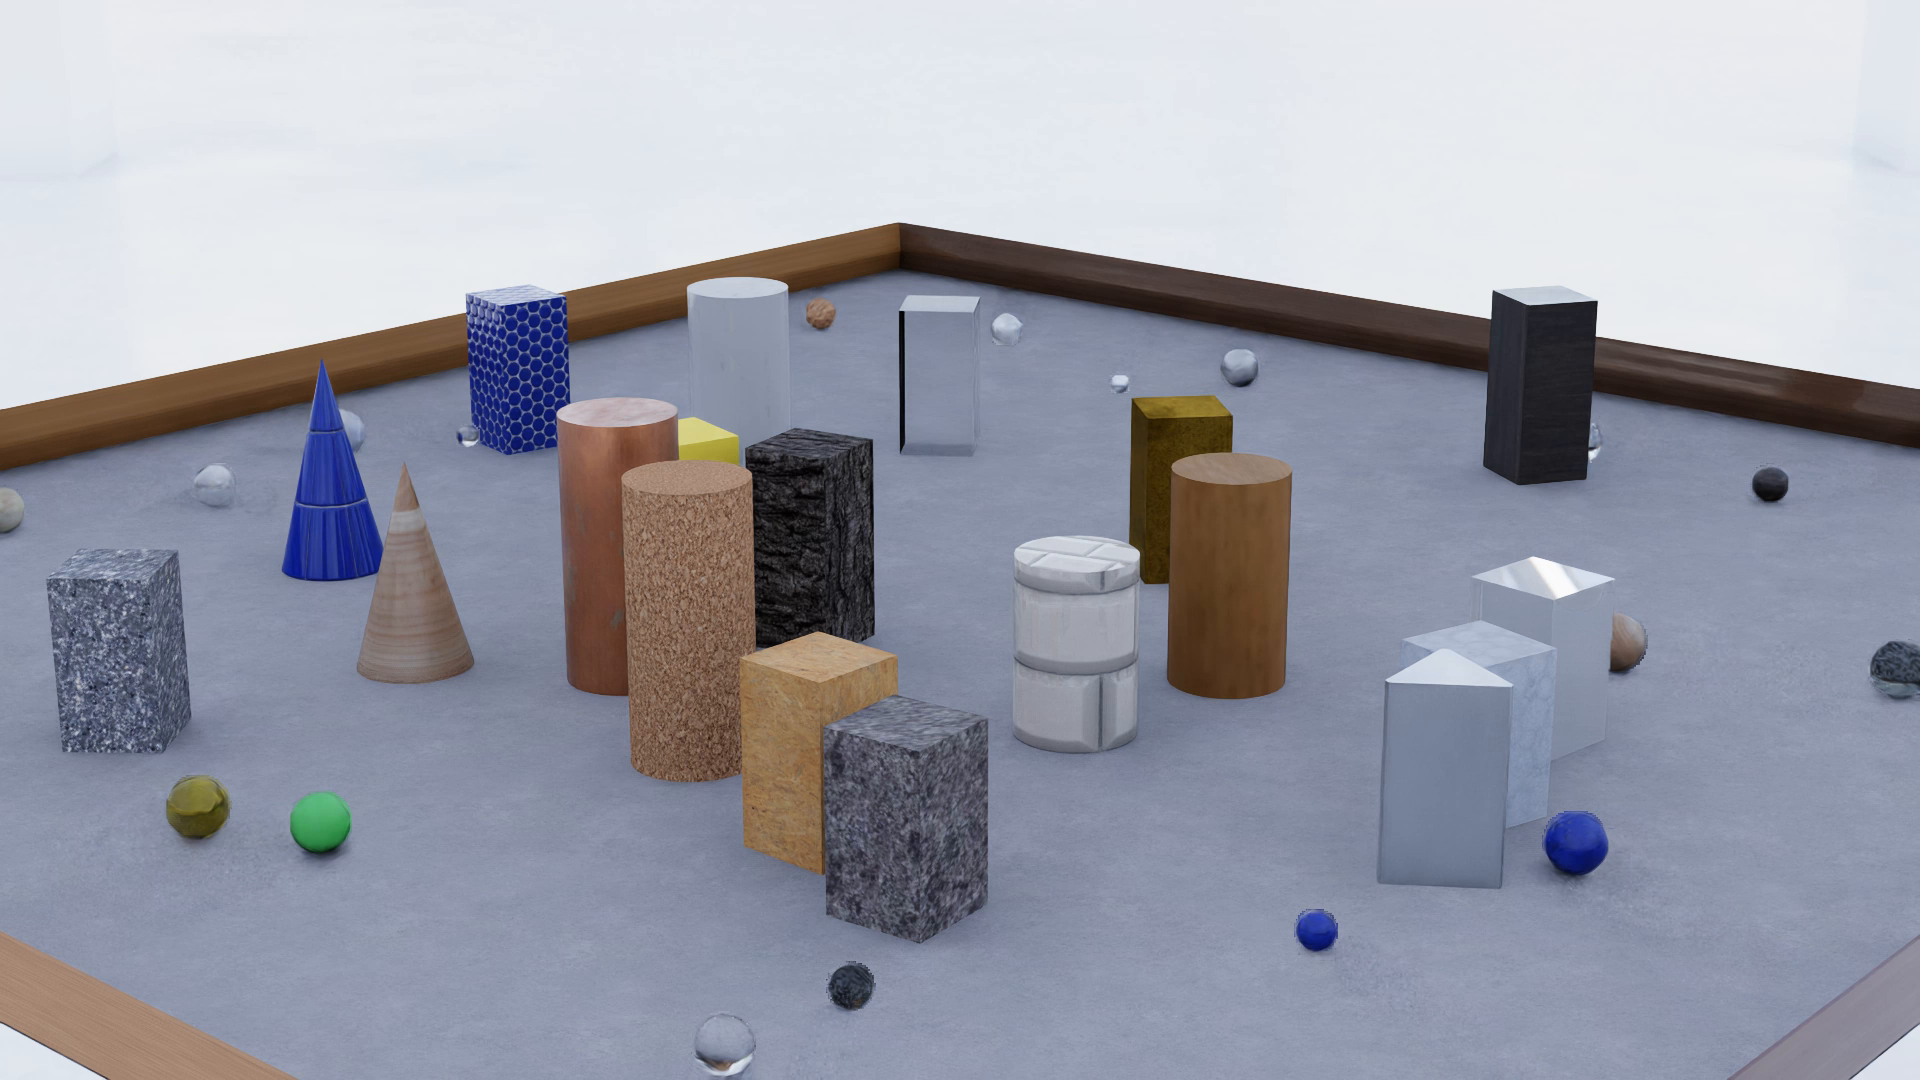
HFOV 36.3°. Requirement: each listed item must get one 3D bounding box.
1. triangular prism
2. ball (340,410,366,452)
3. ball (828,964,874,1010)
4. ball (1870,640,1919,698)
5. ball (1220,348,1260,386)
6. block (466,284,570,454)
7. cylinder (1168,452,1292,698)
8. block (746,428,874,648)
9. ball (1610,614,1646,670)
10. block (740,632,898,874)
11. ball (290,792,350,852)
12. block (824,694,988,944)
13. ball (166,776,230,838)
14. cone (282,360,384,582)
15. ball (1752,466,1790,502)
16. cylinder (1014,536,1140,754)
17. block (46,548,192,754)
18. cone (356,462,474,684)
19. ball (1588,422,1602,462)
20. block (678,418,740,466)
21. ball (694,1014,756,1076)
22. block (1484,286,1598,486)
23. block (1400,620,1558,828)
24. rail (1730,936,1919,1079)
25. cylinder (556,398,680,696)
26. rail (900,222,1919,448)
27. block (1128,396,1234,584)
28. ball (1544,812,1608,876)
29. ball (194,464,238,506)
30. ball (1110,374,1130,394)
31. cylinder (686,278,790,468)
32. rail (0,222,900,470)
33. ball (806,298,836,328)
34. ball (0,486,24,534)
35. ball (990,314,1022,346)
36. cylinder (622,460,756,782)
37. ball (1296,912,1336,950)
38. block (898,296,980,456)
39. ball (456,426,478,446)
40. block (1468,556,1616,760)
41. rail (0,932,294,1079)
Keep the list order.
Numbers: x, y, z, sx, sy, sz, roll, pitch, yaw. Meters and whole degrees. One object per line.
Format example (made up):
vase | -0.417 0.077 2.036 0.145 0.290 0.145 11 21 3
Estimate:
triangular prism | 0.648 0.304 3.939 0.164 0.286 0.142 2 17 6
ball | -1.265 -0.219 5.998 0.094 0.094 0.094 0 17 0
ball | -0.132 0.541 3.553 0.054 0.054 0.054 0 17 0
ball | 1.478 0.203 4.610 0.090 0.090 0.090 0 17 0
ball | 0.627 -0.386 6.566 0.086 0.086 0.086 0 17 0
block | -0.913 -0.354 6.070 0.151 0.313 0.151 -12 21 -35
cylinder | 0.426 0.055 4.650 0.189 0.350 0.189 0 17 0
block | -0.246 0.004 4.838 0.151 0.339 0.151 9 19 29
ball | 1.059 0.165 4.732 0.093 0.093 0.093 0 17 0
block | -0.191 0.289 4.008 0.151 0.274 0.151 15 22 40
ball | -0.877 0.387 4.016 0.082 0.082 0.082 0 17 0
block | -0.069 0.359 3.799 0.151 0.261 0.151 12 20 33
ball | -1.056 0.371 4.062 0.086 0.086 0.086 0 17 0
cone | -1.126 -0.138 5.227 0.189 0.387 0.189 0 17 0
ball | 1.569 -0.108 5.676 0.070 0.070 0.070 0 17 0
cylinder | 0.175 0.156 4.430 0.189 0.284 0.189 0 17 0
block | -1.265 0.166 4.419 0.151 0.272 0.151 1 17 2
cone | -0.885 0.037 4.718 0.189 0.346 0.189 0 17 0
ball | 1.256 -0.200 5.939 0.088 0.088 0.088 0 17 0
block | -0.471 -0.019 4.924 0.151 0.333 0.151 -11 20 -32
ball | -0.272 0.583 3.385 0.071 0.071 0.071 0 17 0
block | 1.153 -0.309 5.833 0.151 0.363 0.151 -5 18 -17
block | 0.725 0.265 4.129 0.151 0.251 0.151 -11 20 -33
rail | 1.478 0.402 3.893 0.045 0.123 4.065 14 22 39
cylinder | -0.536 0.009 4.651 0.189 0.438 0.189 0 17 0
rail | 1.317 -0.408 6.573 3.961 0.123 0.045 14 22 39
block | 0.391 -0.091 5.216 0.151 0.302 0.151 -2 17 -7
ball | 0.829 0.408 3.942 0.084 0.084 0.084 0 17 0
ball | -1.433 -0.104 5.643 0.081 0.081 0.081 0 17 0
ball | 0.355 -0.346 6.510 0.042 0.042 0.042 0 17 0
cylinder | -0.415 -0.260 5.537 0.189 0.441 0.189 0 17 0
rail | -1.478 -0.340 6.349 0.045 0.123 4.065 14 22 39
ball | -0.339 -0.551 7.132 0.074 0.074 0.074 0 17 0
ball | -1.791 -0.056 5.474 0.087 0.087 0.087 0 17 0
ball | 0.111 -0.500 6.963 0.075 0.075 0.075 0 17 0
cylinder | -0.395 0.117 4.298 0.189 0.435 0.189 0 17 0
ball | 0.451 0.495 3.713 0.050 0.050 0.050 0 17 0
block | -0.041 -0.339 6.037 0.151 0.302 0.151 2 17 5
ball | -1.020 -0.215 6.072 0.045 0.045 0.045 0 17 0
block | 0.869 0.178 4.407 0.151 0.255 0.151 -15 22 -40
rail | -1.317 0.470 3.669 3.961 0.123 0.045 14 22 39
